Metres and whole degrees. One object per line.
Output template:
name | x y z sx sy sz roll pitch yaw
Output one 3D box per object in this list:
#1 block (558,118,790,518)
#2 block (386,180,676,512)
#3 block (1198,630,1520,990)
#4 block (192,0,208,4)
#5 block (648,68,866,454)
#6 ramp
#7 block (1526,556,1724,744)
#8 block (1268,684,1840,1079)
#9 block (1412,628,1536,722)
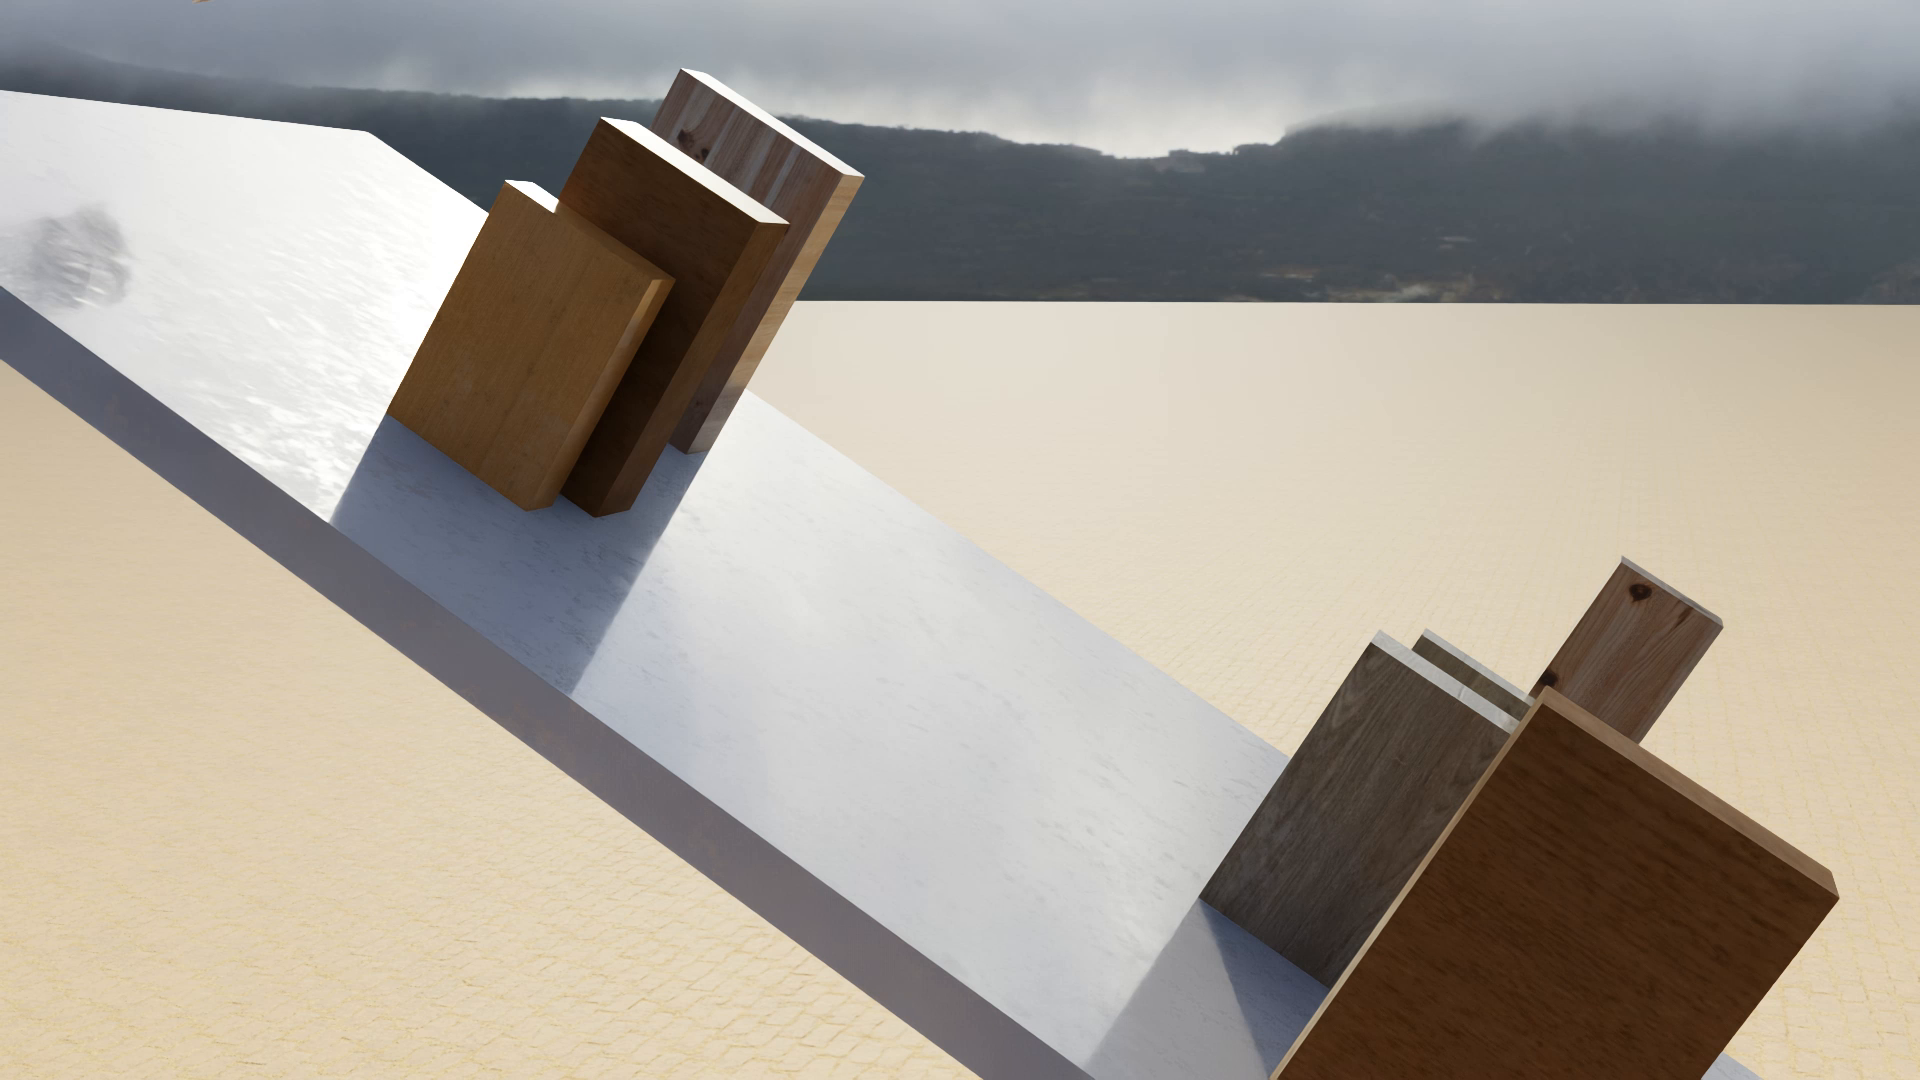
block | -0.613 -0.393 3.913 0.344 0.607 0.142 34 15 11
block | -0.736 -0.330 3.754 0.313 0.461 0.094 34 15 11
block | 0.752 0.511 3.794 0.440 0.547 0.137 34 15 11
block | -1.514 -1.210 4.537 0.147 0.147 0.147 -20 7 -34
block | -0.542 -0.567 4.511 0.407 0.662 0.125 34 15 11
ramp | -0.153 0.254 4.112 4.000 0.100 2.000 34 15 11
block | 1.275 0.427 4.644 0.240 0.780 0.120 34 15 11
block | 0.749 0.638 2.943 0.431 0.769 0.132 34 15 11
block | 0.882 0.456 4.316 0.261 0.502 0.089 34 15 11
